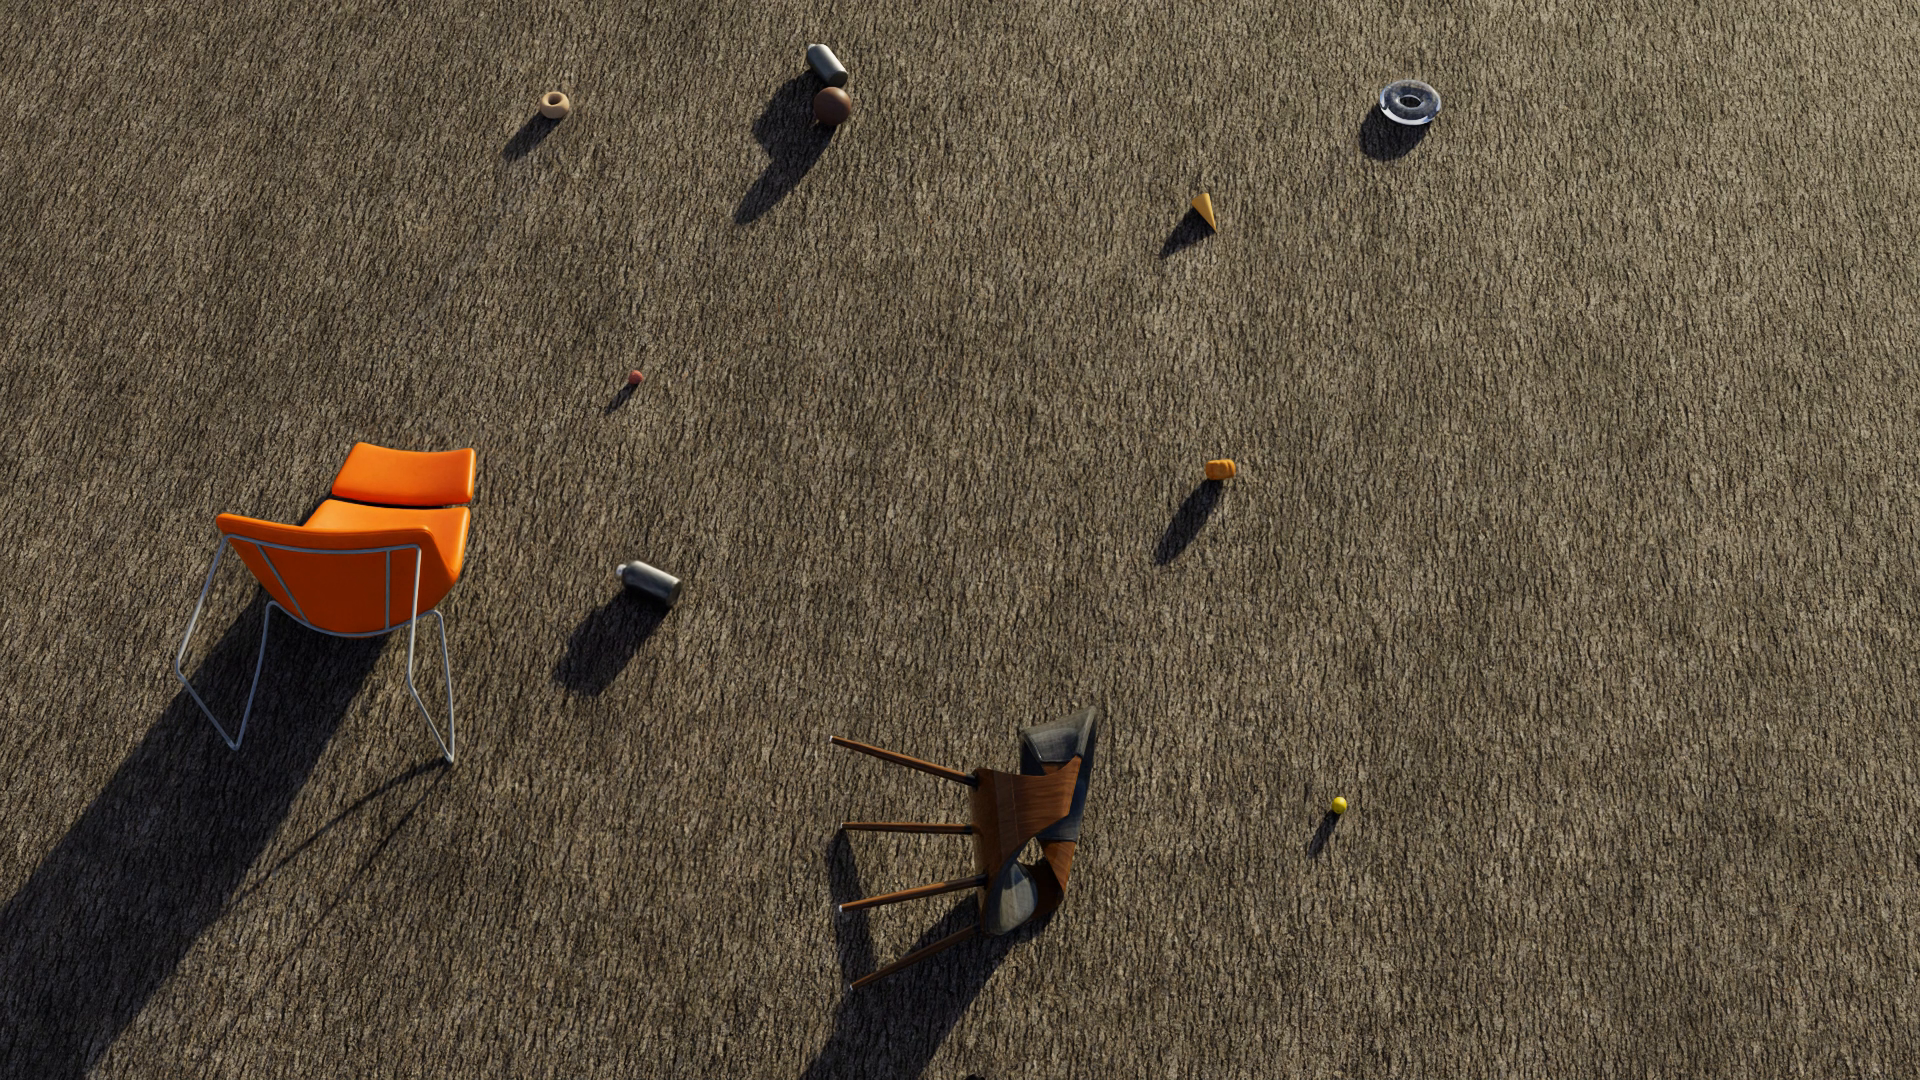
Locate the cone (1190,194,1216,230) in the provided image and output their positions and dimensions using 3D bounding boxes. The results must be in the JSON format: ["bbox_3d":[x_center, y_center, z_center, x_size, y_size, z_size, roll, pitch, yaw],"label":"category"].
[{"bbox_3d":[0.821,-1.072,7.274,0.065,0.067,0.134,-7,66,-42],"label":"cone"}]

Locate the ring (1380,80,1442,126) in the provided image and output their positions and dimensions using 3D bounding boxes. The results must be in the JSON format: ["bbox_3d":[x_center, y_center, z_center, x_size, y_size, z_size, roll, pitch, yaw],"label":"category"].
[{"bbox_3d":[1.547,-1.505,7.555,0.213,0.049,0.207,-14,57,-10],"label":"ring"}]

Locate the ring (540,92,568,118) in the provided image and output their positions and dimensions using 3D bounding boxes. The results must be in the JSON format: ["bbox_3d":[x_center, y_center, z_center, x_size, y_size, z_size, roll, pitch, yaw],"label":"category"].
[{"bbox_3d":[-1.391,-1.491,7.541,0.101,0.056,0.097,-23,57,-16],"label":"ring"}]
